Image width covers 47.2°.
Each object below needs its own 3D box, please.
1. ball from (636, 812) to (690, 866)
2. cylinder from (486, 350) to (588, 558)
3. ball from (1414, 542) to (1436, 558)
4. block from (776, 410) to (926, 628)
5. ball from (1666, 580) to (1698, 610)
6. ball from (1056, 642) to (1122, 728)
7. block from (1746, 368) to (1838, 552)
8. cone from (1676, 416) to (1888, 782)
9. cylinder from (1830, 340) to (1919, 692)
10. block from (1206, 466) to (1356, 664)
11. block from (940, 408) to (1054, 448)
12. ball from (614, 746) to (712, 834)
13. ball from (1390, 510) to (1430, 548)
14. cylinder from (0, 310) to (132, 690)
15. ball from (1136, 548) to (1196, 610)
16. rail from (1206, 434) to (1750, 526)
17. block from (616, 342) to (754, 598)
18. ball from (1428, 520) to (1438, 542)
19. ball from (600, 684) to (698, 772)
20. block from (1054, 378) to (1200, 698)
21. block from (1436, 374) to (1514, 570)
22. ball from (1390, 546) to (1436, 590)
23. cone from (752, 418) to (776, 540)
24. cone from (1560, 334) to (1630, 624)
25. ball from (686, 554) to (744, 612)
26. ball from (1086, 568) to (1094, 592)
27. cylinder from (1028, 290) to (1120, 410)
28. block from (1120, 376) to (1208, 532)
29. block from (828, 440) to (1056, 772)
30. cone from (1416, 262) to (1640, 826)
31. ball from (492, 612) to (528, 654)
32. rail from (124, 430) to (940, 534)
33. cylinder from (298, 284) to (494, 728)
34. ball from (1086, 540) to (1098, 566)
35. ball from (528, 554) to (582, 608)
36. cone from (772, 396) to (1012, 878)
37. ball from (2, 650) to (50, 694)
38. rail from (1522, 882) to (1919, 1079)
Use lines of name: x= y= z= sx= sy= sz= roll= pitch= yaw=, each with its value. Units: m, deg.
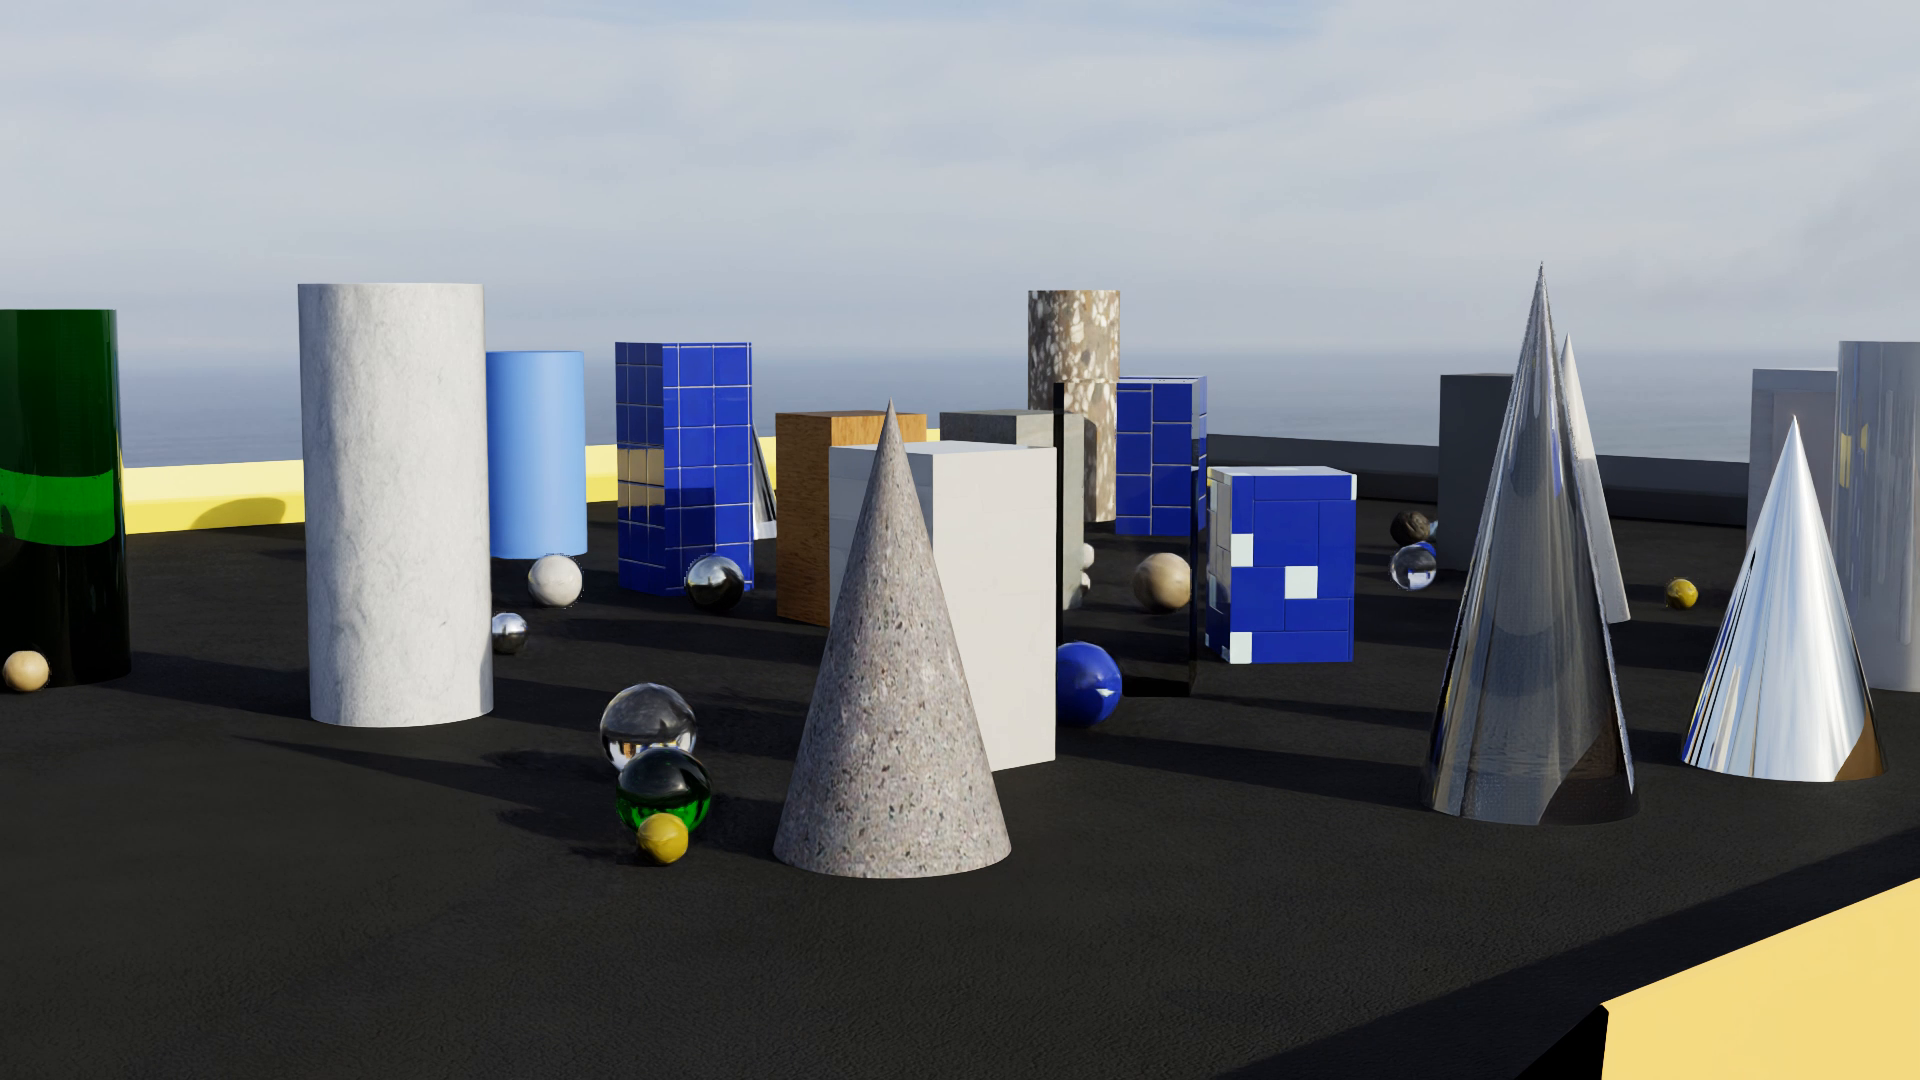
ball: x=-0.240 y=0.241 z=1.772 sx=0.042 sy=0.042 sz=0.042 roll=0 pitch=6 yaw=0
cylinder: x=-0.789 y=-0.161 z=4.046 sx=0.198 sy=0.370 sz=0.198 roll=0 pitch=6 yaw=0
ball: x=0.801 y=0.026 z=3.806 sx=0.047 sy=0.047 sz=0.047 roll=0 pitch=6 yaw=0
block: x=-0.158 y=-0.035 z=3.188 sx=0.159 sy=0.297 sz=0.159 roll=-4 pitch=7 yaw=-34
ball: x=1.077 y=0.081 z=3.284 sx=0.046 sy=0.046 sz=0.046 roll=0 pitch=6 yaw=0
ball: x=0.127 y=0.155 z=2.349 sx=0.093 sy=0.093 sz=0.093 roll=0 pitch=6 yaw=0
block: x=1.159 y=-0.041 z=2.902 sx=0.159 sy=0.368 sz=0.159 roll=-3 pitch=7 yaw=-28
cone: x=0.816 y=0.048 z=2.168 sx=0.198 sy=0.343 sz=0.198 roll=0 pitch=6 yaw=0
cylinder: x=1.155 y=-0.035 z=2.647 sx=0.198 sy=0.409 sz=0.198 roll=0 pitch=6 yaw=0
block: x=0.414 y=0.029 z=2.858 sx=0.159 sy=0.238 sz=0.159 roll=-1 pitch=6 yaw=-5
block: x=0.081 y=-0.049 z=3.350 sx=0.159 sy=0.291 sz=0.159 roll=6 pitch=8 yaw=44
ball: x=-0.250 y=0.213 z=1.850 sx=0.080 sy=0.080 sz=0.080 roll=0 pitch=6 yaw=0
ball: x=0.845 y=-0.020 z=4.128 sx=0.073 sy=0.073 sz=0.073 roll=0 pitch=6 yaw=0
cylinder: x=-1.121 y=-0.056 z=2.670 sx=0.198 sy=0.446 sz=0.198 roll=0 pitch=6 yaw=0
ball: x=0.309 y=0.058 z=3.292 sx=0.091 sy=0.091 sz=0.091 roll=0 pitch=6 yaw=0
rail: x=1.486 y=-0.109 z=4.696 sx=0.045 sy=0.129 sz=3.837 roll=-5 pitch=8 yaw=-42
block: x=-0.441 y=-0.119 z=3.520 sx=0.159 sy=0.395 sz=0.159 roll=-4 pitch=7 yaw=-36
ball: x=0.923 y=-0.017 z=4.245 sx=0.042 sy=0.042 sz=0.042 roll=0 pitch=6 yaw=0
ball: x=-0.296 y=0.182 z=2.092 sx=0.092 sy=0.092 sz=0.092 roll=0 pitch=6 yaw=0
block: x=0.199 y=-0.008 z=2.611 sx=0.159 sy=0.362 sz=0.159 roll=1 pitch=6 yaw=9
block: x=0.939 y=-0.118 z=3.804 sx=0.159 sy=0.335 sz=0.159 roll=5 pitch=8 yaw=42
ball: x=0.724 y=0.044 z=3.509 sx=0.073 sy=0.073 sz=0.073 roll=0 pitch=6 yaw=0
cone: x=-0.446 y=-0.189 z=4.370 sx=0.198 sy=0.359 sz=0.198 roll=0 pitch=6 yaw=0
cone: x=0.881 y=-0.097 z=3.207 sx=0.198 sy=0.417 sz=0.198 roll=0 pitch=6 yaw=0
ball: x=-0.362 y=0.065 z=3.255 sx=0.085 sy=0.085 sz=0.085 roll=0 pitch=6 yaw=0
ball: x=0.185 y=0.062 z=3.401 sx=0.043 sy=0.043 sz=0.043 roll=0 pitch=6 yaw=0
cylinder: x=0.246 y=-0.295 z=4.766 sx=0.198 sy=0.488 sz=0.198 roll=0 pitch=6 yaw=0
block: x=0.414 y=-0.178 z=4.486 sx=0.159 sy=0.312 sz=0.159 roll=1 pitch=6 yaw=13
block: x=-0.018 y=0.063 z=2.179 sx=0.159 sy=0.311 sz=0.159 roll=-5 pitch=8 yaw=-41
cone: x=0.517 y=-0.006 z=1.980 sx=0.198 sy=0.490 sz=0.198 roll=0 pitch=6 yaw=0
ball: x=-0.589 y=0.121 z=2.862 sx=0.054 sy=0.054 sz=0.054 roll=0 pitch=6 yaw=0
rail: x=-1.285 y=-0.111 z=4.717 sx=4.092 sy=0.129 sz=0.045 roll=-5 pitch=8 yaw=-42
cylinder: x=-0.623 y=-0.045 z=2.433 sx=0.198 sy=0.473 sz=0.198 roll=0 pitch=6 yaw=0
ball: x=0.216 y=0.023 z=3.833 sx=0.049 sy=0.049 sz=0.049 roll=0 pitch=6 yaw=0
ball: x=-0.607 y=0.062 z=3.296 sx=0.081 sy=0.081 sz=0.081 roll=0 pitch=6 yaw=0
cone: x=-0.056 y=0.069 z=1.810 sx=0.198 sy=0.376 sz=0.198 roll=0 pitch=6 yaw=0
ball: x=-1.091 y=0.154 z=2.569 sx=0.050 sy=0.050 sz=0.050 roll=0 pitch=6 yaw=0
rail: x=1.285 y=0.178 z=1.947 sx=4.092 sy=0.129 sz=0.045 roll=-5 pitch=8 yaw=-42
